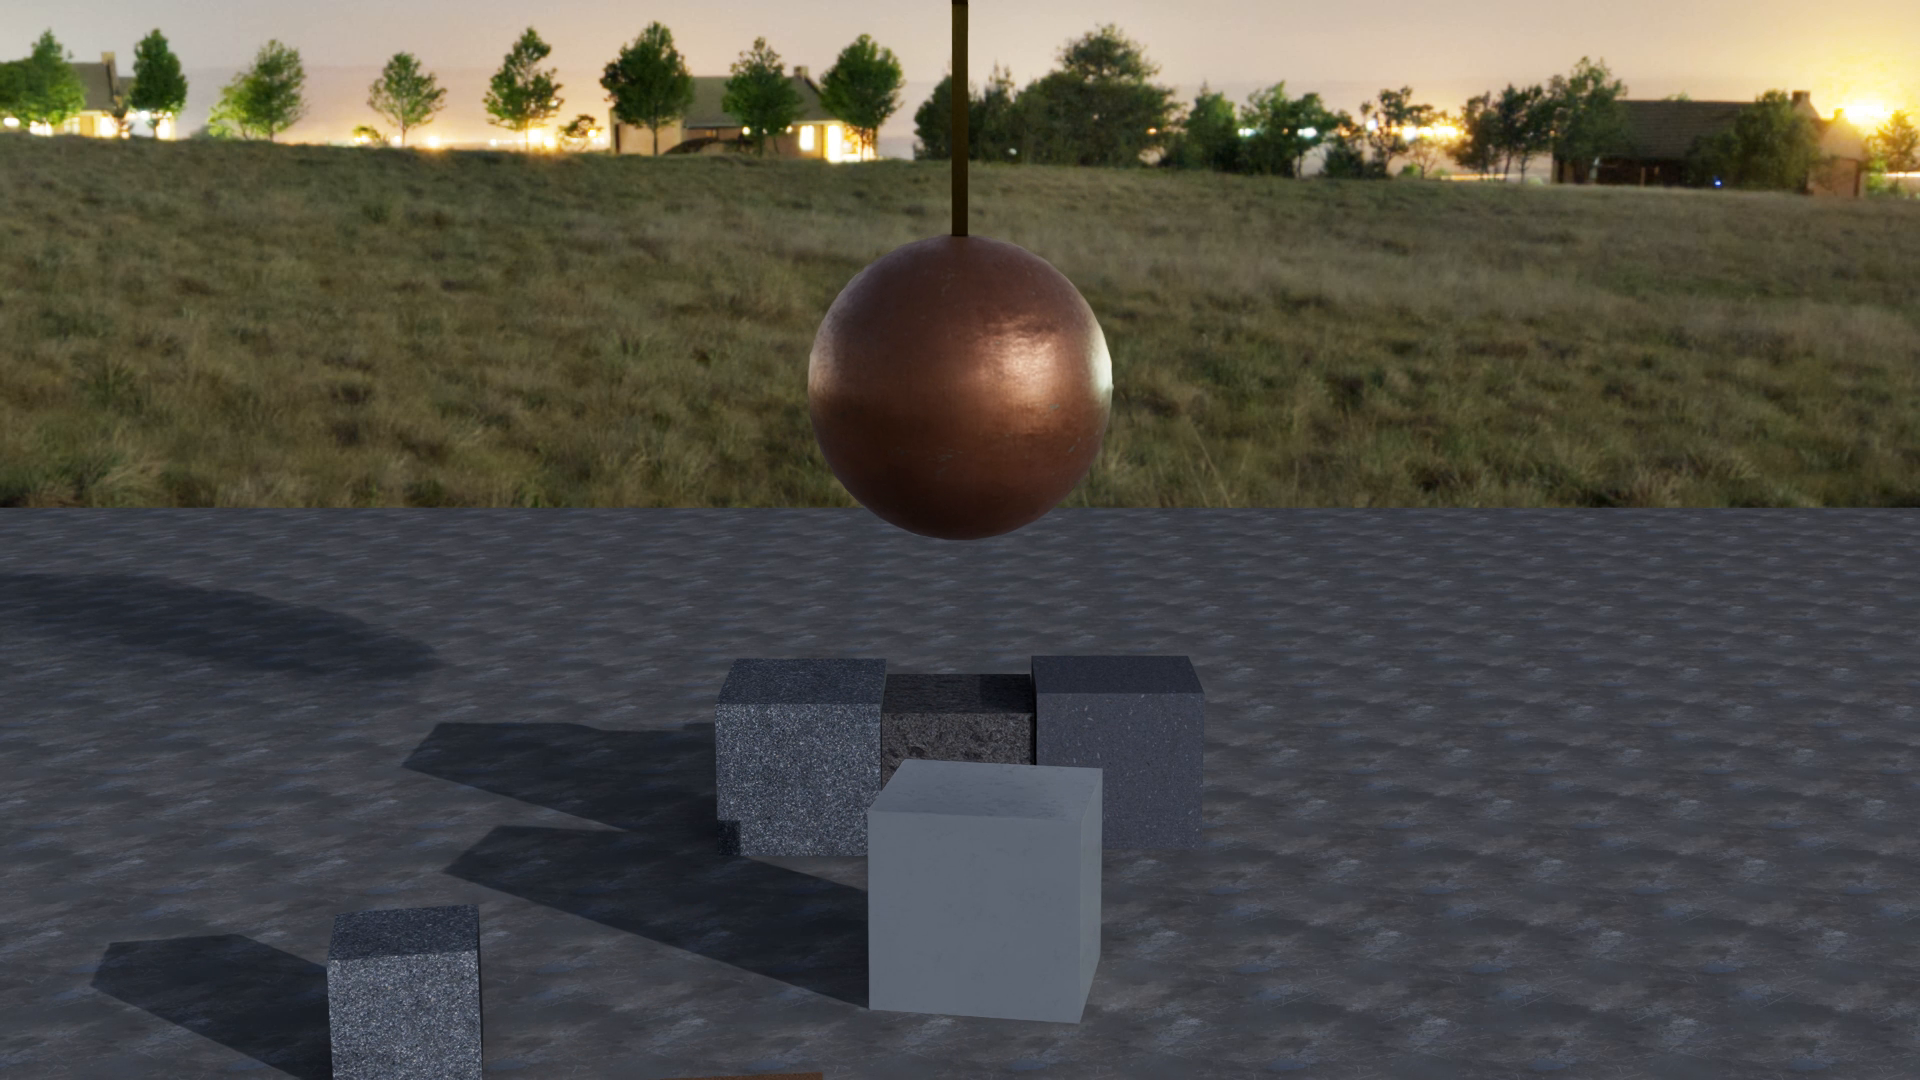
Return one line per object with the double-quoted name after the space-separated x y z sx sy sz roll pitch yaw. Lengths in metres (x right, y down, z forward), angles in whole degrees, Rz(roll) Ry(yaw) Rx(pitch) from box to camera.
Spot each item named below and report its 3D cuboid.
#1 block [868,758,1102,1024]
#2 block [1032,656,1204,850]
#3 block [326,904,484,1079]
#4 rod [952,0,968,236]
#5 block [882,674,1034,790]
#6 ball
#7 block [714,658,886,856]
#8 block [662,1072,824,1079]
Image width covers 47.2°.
0.120 1.451 9.222 0.867 0.845 0.763 2 10 10 "block"
0.795 1.083 11.352 0.830 0.807 0.809 0 10 0 "block"
-2.124 1.754 8.467 0.543 0.519 0.521 -2 11 -11 "block"
0.000 -4.085 10.641 0.080 5.200 0.080 0 15 0 "rod"
-0.009 1.131 11.395 0.761 0.697 0.821 0 10 0 "block"
0.000 -0.797 11.505 1.600 1.600 1.600 0 10 0 "ball"
-0.797 1.102 11.337 0.811 0.776 0.961 0 10 0 "block"
-0.726 2.039 5.861 0.766 0.891 0.891 -1 10 -6 "block"
